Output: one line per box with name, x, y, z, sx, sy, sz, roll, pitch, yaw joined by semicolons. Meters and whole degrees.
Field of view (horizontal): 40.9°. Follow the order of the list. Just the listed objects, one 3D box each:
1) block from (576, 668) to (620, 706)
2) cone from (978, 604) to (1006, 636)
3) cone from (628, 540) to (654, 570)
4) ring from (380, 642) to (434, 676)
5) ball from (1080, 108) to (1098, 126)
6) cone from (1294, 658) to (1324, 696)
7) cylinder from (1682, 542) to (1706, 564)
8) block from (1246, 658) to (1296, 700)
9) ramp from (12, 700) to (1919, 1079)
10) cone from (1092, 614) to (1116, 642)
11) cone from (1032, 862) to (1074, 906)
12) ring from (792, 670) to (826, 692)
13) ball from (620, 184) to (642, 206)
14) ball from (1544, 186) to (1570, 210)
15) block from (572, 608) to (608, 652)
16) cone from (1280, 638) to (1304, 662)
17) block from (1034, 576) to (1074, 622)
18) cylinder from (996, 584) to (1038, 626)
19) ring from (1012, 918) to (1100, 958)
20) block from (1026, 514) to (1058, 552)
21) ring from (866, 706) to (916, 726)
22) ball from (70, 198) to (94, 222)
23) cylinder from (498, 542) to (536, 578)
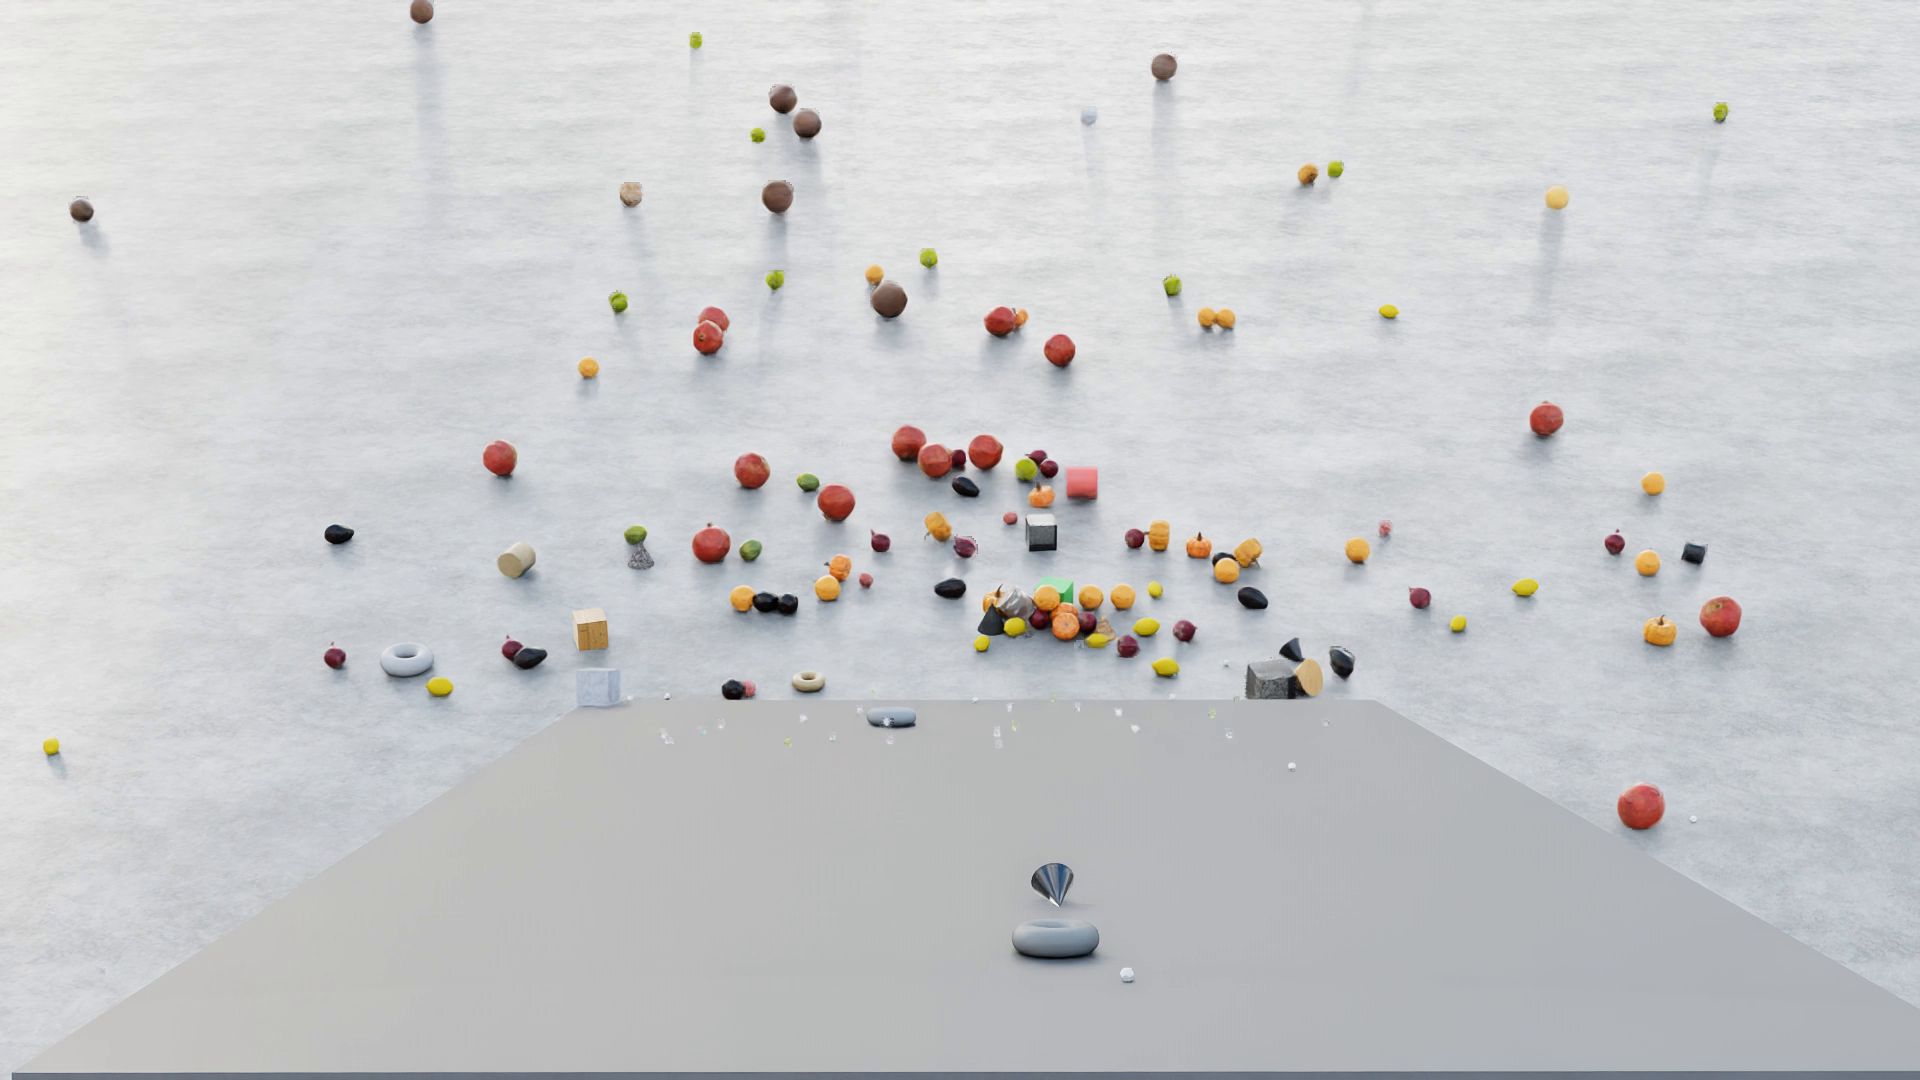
block;-0.906;0.367;6.461;0.086;0.086;0.086;0;2;13
cone;0.089;0.208;7.099;0.082;0.082;0.082;0;25;0
cone;-0.927;0.034;7.476;0.079;0.079;0.079;0;25;0
ring;-1.481;0.319;6.903;0.144;0.048;0.144;1;25;-1
ball;0.580;-1.914;11.645;0.082;0.082;0.082;0;25;0
cone;0.889;0.368;6.801;0.098;0.098;0.098;-16;9;44
cylinder;2.135;0.037;7.497;0.053;0.053;0.053;14;28;26
block;0.809;0.381;6.708;0.099;0.099;0.099;-6;26;-13
ramp;0.057;0.517;4.557;2.000;0.100;4.000;0;2;0
cone;0.394;0.232;7.062;0.070;0.070;0.070;0;25;0
cone;0.132;0.484;3.530;0.060;0.060;0.060;-3;29;-6
ring;-0.400;0.372;6.809;0.090;0.030;0.090;0;24;0
ball;-1.347;-1.415;10.560;0.094;0.094;0.094;0;25;0
ball;2.434;-1.395;10.513;0.098;0.098;0.098;0;25;0
block;-1.008;0.243;7.026;0.082;0.082;0.082;-8;26;-16
cone;0.907;0.310;6.943;0.066;0.066;0.066;-18;57;-33
block;0.262;0.163;7.191;0.087;0.087;0.087;9;26;18
cylinder;0.158;0.180;7.123;0.080;0.080;0.080;40;23;-12
ring;0.118;0.491;3.177;0.109;0.036;0.109;0;0;0
block;0.239;-0.022;7.592;0.082;0.082;0.082;-3;25;-6
ring;-0.158;0.407;5.931;0.116;0.039;0.116;1;1;0
ball;-3.531;-1.325;10.365;0.097;0.097;0.097;0;25;0
cylinder;-1.275;0.058;7.424;0.080;0.080;0.080;10;27;20
